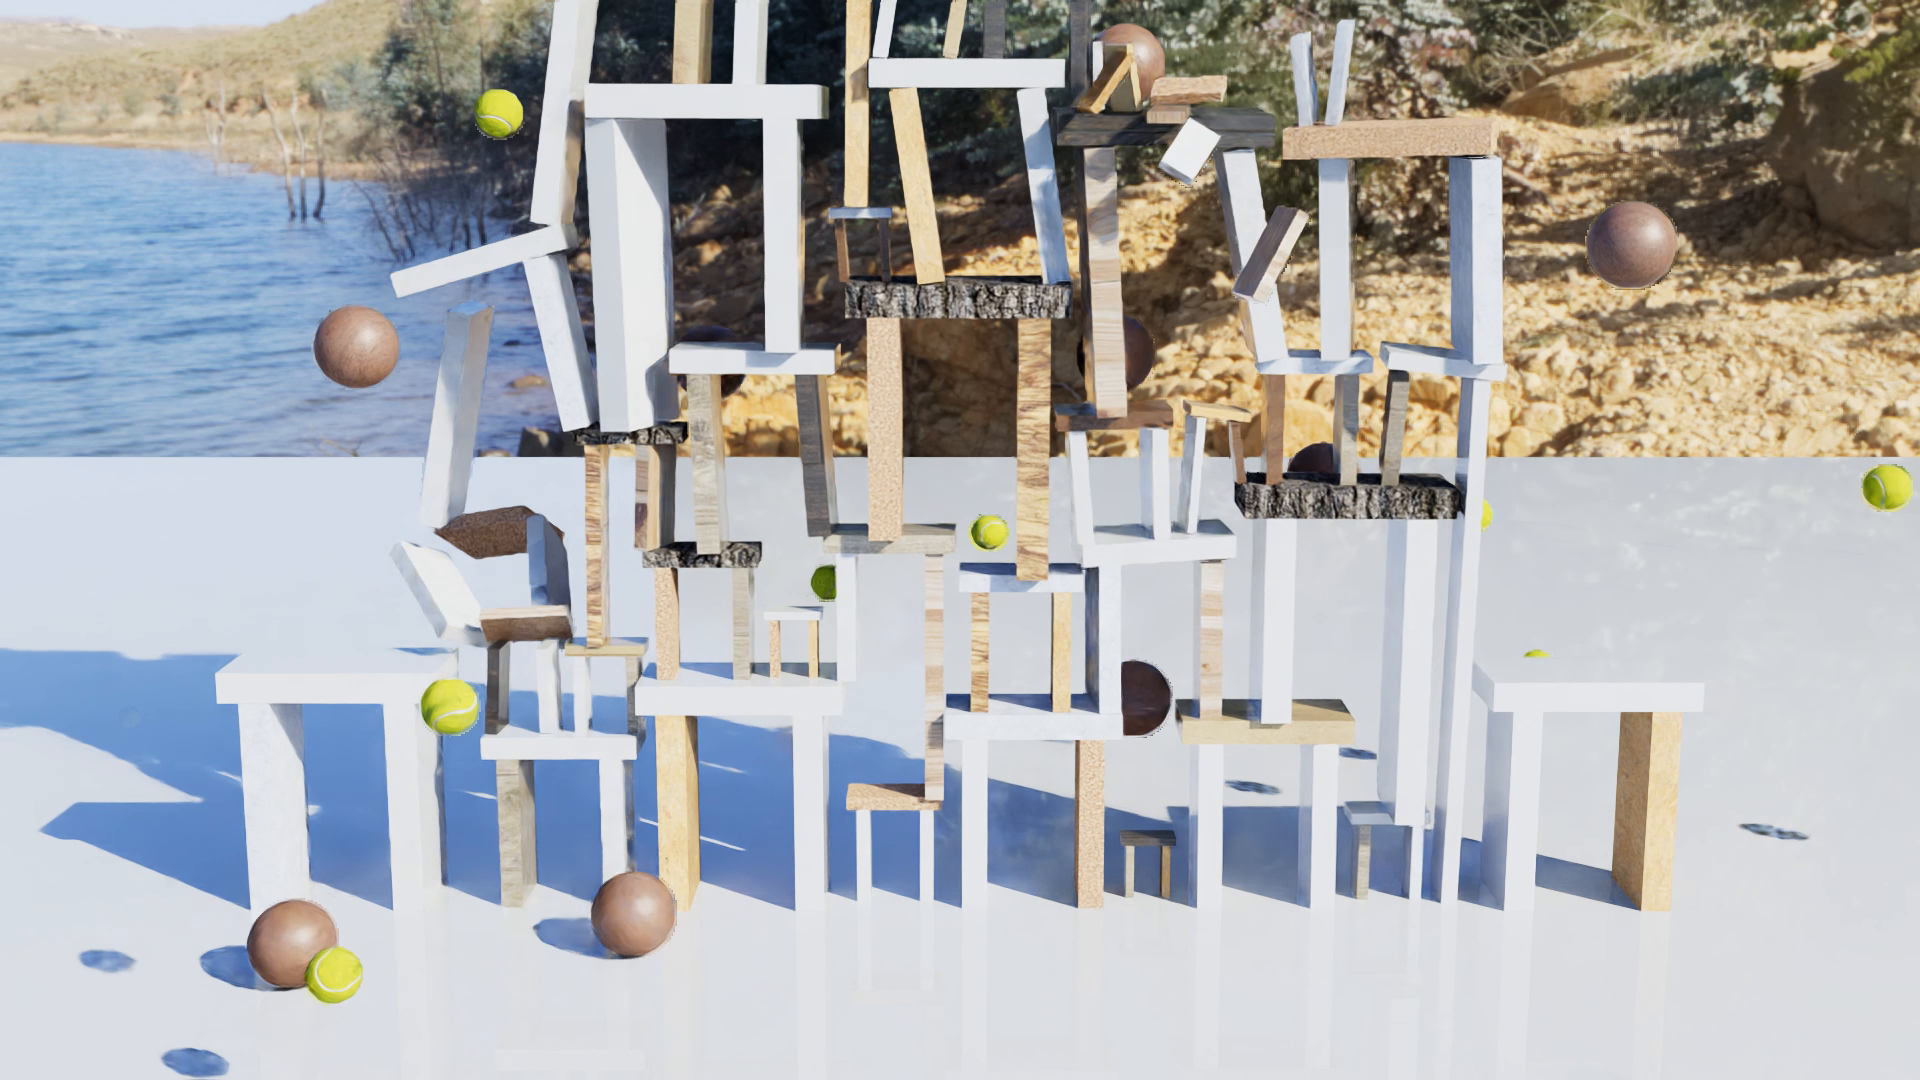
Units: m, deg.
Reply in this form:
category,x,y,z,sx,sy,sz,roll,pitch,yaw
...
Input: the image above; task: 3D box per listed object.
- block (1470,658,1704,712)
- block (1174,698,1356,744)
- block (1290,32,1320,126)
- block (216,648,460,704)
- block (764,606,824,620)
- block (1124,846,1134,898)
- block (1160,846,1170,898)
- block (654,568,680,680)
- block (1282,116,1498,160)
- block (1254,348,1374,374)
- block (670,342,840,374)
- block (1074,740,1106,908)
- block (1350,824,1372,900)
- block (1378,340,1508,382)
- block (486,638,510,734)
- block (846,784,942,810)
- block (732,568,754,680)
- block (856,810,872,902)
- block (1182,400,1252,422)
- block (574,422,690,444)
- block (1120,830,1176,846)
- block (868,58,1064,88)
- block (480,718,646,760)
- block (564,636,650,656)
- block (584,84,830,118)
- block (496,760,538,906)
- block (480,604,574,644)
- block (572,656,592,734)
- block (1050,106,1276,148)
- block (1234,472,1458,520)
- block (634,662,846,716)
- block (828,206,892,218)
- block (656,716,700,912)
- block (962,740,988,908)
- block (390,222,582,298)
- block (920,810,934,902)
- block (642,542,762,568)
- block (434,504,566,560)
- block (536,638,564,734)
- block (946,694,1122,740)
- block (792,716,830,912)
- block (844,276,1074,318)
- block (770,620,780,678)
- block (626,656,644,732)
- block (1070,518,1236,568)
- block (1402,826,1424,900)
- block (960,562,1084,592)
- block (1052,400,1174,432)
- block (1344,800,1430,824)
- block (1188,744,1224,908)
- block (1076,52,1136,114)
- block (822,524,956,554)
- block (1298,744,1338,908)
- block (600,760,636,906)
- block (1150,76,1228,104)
category,x,y,z,sx,sy,sz,roll,pitch,yaw
block,1.023,0.237,3.603,0.336,0.048,0.168,0,11,0
block,0.498,0.297,3.611,0.278,0.039,0.139,0,11,0
block,0.530,-0.708,3.380,0.019,0.134,0.067,-2,18,21
block,-1.016,0.222,3.605,0.349,0.049,0.175,0,11,0
block,-0.270,0.119,3.581,0.095,0.014,0.048,0,11,0
block,0.281,0.545,3.663,0.013,0.090,0.045,0,11,0
block,0.341,0.545,3.663,0.013,0.090,0.045,0,11,0
block,-0.477,0.127,3.590,0.026,0.184,0.092,0,11,0
block,0.660,-0.615,3.364,0.309,0.044,0.154,2,15,17
block,0.561,-0.284,3.495,0.177,0.025,0.089,0,14,1
block,-0.325,-0.291,3.507,0.258,0.037,0.129,0,11,1
block,0.214,0.450,3.643,0.040,0.285,0.143,0,11,0
block,0.667,0.525,3.661,0.018,0.131,0.065,1,11,0
block,0.749,-0.278,3.415,0.182,0.026,0.091,6,17,0
block,-0.756,0.240,3.599,0.020,0.142,0.071,4,11,2
block,-0.108,0.425,3.642,0.156,0.022,0.078,0,11,0
block,-0.353,0.128,3.588,0.026,0.185,0.092,0,11,0
block,-0.159,0.513,3.656,0.022,0.156,0.078,0,11,0
block,0.409,-0.205,3.499,0.101,0.014,0.050,7,14,-12
block,-0.527,-0.172,3.533,0.173,0.024,0.086,0,10,0
block,0.311,0.495,3.654,0.090,0.013,0.045,0,11,0
block,0.009,-0.723,3.401,0.296,0.042,0.148,0,12,0
block,-0.650,0.326,3.620,0.250,0.035,0.125,0,11,0
block,-0.576,0.174,3.593,0.128,0.018,0.064,0,11,0
block,-0.391,-0.684,3.434,0.356,0.050,0.178,1,11,2
block,-0.734,0.467,3.646,0.035,0.250,0.125,0,11,0
block,-0.710,0.139,3.610,0.142,0.071,0.020,-3,53,0
block,-0.619,0.246,3.606,0.018,0.128,0.064,0,11,-1
block,0.309,-0.638,3.393,0.328,0.047,0.164,0,15,-1
block,0.617,-0.072,3.536,0.333,0.047,0.167,0,11,1
block,-0.355,0.243,3.601,0.330,0.047,0.165,0,11,0
block,-0.156,-0.513,3.446,0.099,0.014,0.049,-1,12,0
block,-0.465,0.428,3.636,0.047,0.330,0.165,0,11,0
block,0.024,0.450,3.643,0.040,0.285,0.143,0,11,0
block,-0.750,-0.445,3.490,0.273,0.039,0.136,-15,9,5
block,-0.055,0.513,3.656,0.022,0.156,0.078,0,11,0
block,-0.418,0.023,3.572,0.184,0.026,0.092,0,11,-1
block,-0.816,-0.012,3.893,0.214,0.030,0.107,-7,-31,34
block,-0.672,0.239,3.600,0.020,0.142,0.071,0,13,4
block,0.119,0.290,3.613,0.285,0.040,0.143,0,11,0
block,-0.245,0.428,3.636,0.047,0.330,0.165,0,11,0
block,-0.001,-0.385,3.470,0.351,0.050,0.175,0,12,0
block,-0.302,0.173,3.590,0.014,0.095,0.048,0,11,0
block,-0.534,0.246,3.608,0.018,0.128,0.064,0,11,0
block,0.311,0.004,3.554,0.247,0.035,0.123,-4,14,-6
block,0.754,0.525,3.660,0.018,0.130,0.065,0,11,0
block,0.098,0.061,3.566,0.199,0.028,0.099,0,11,1
block,0.241,-0.198,3.486,0.183,0.026,0.091,-3,15,-3
block,0.708,0.452,3.645,0.131,0.018,0.065,0,11,-2
block,0.407,0.454,3.641,0.039,0.278,0.139,0,11,0
block,0.216,-0.677,3.257,0.014,0.101,0.050,35,-1,-25
block,-0.112,-0.003,3.558,0.211,0.030,0.105,0,11,1
block,0.592,0.453,3.640,0.039,0.278,0.139,-1,11,0
block,-0.567,0.467,3.646,0.035,0.250,0.125,0,11,0
block,0.344,-0.676,3.306,0.108,0.015,0.054,1,39,17
